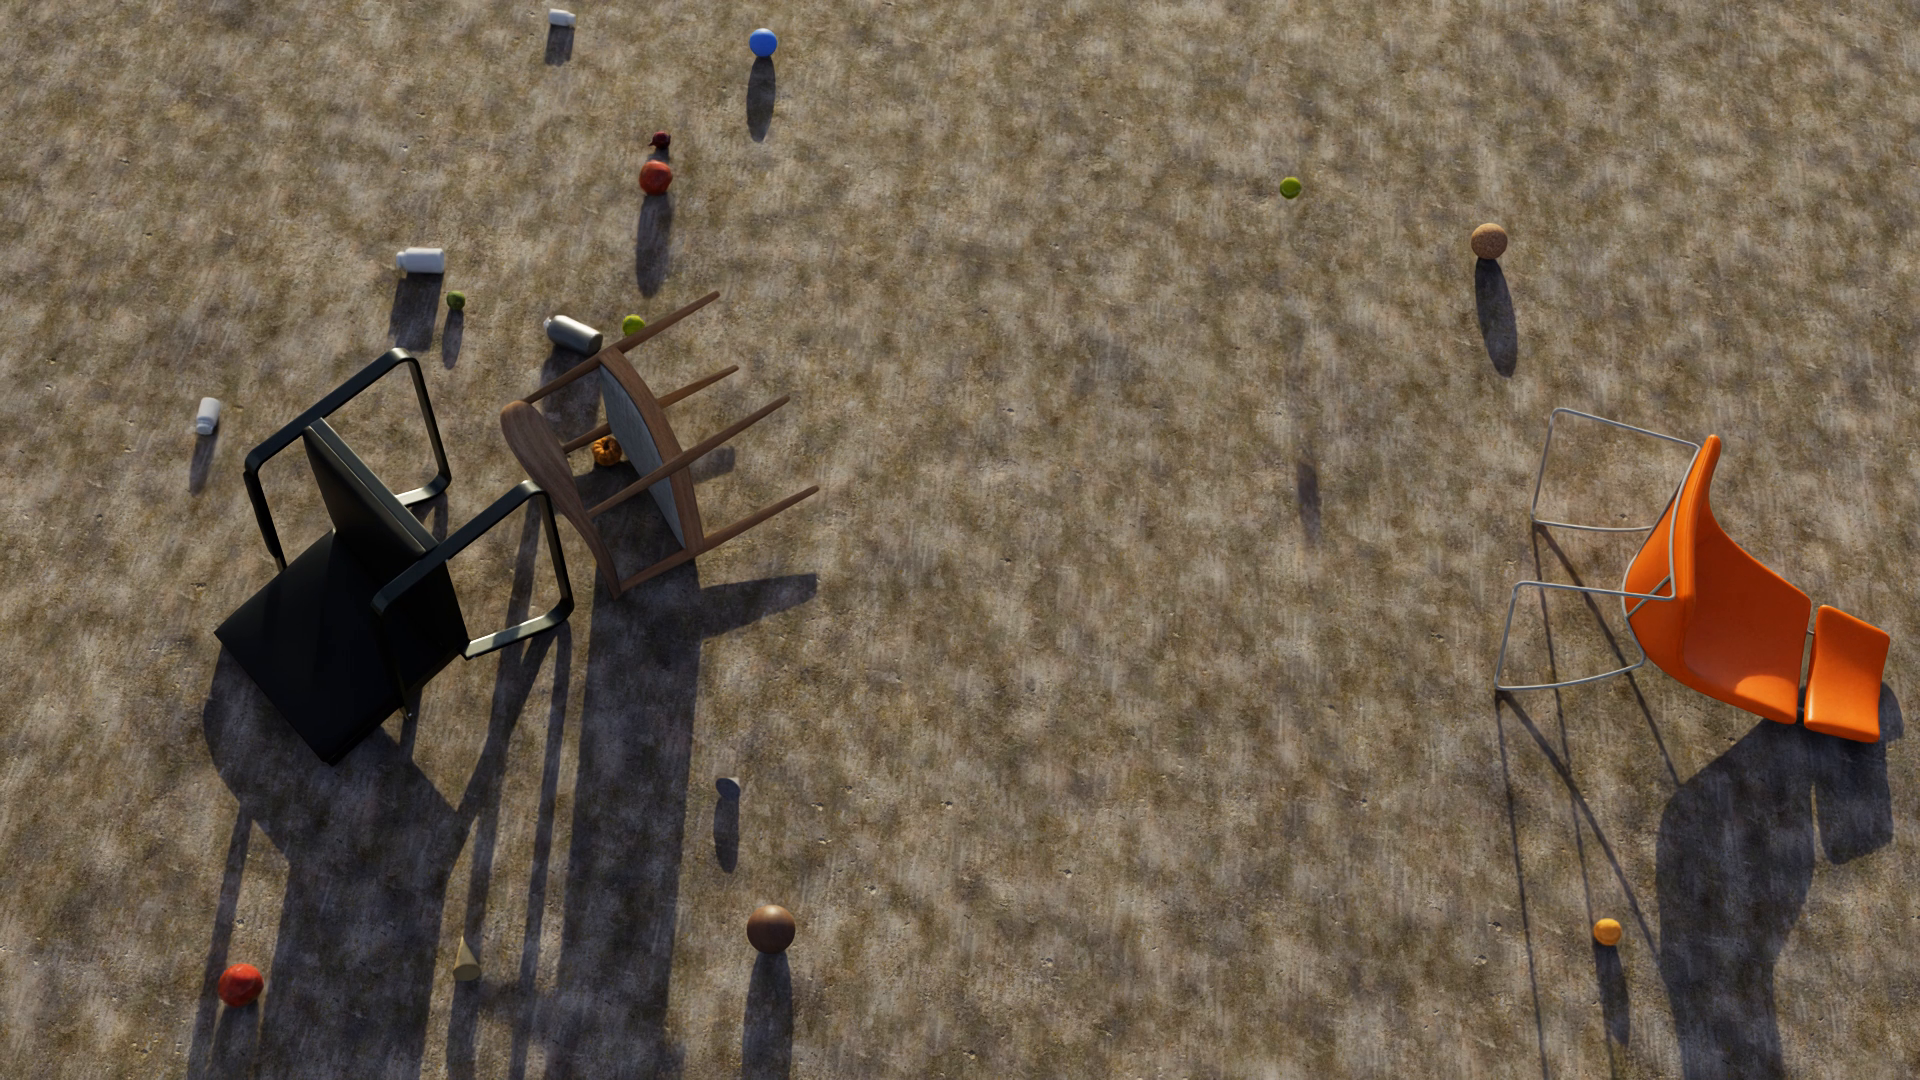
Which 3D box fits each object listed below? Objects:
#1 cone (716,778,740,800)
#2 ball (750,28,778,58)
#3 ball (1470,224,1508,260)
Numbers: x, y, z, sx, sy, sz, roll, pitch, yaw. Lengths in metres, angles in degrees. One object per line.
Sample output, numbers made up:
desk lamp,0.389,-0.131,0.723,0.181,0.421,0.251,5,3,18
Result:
cone,-0.629,0.675,6.103,0.080,0.067,0.063,16,29,18
ball,-0.688,-1.736,7.680,0.098,0.098,0.098,0,56,0
ball,1.722,-0.971,7.155,0.118,0.118,0.118,0,56,0
